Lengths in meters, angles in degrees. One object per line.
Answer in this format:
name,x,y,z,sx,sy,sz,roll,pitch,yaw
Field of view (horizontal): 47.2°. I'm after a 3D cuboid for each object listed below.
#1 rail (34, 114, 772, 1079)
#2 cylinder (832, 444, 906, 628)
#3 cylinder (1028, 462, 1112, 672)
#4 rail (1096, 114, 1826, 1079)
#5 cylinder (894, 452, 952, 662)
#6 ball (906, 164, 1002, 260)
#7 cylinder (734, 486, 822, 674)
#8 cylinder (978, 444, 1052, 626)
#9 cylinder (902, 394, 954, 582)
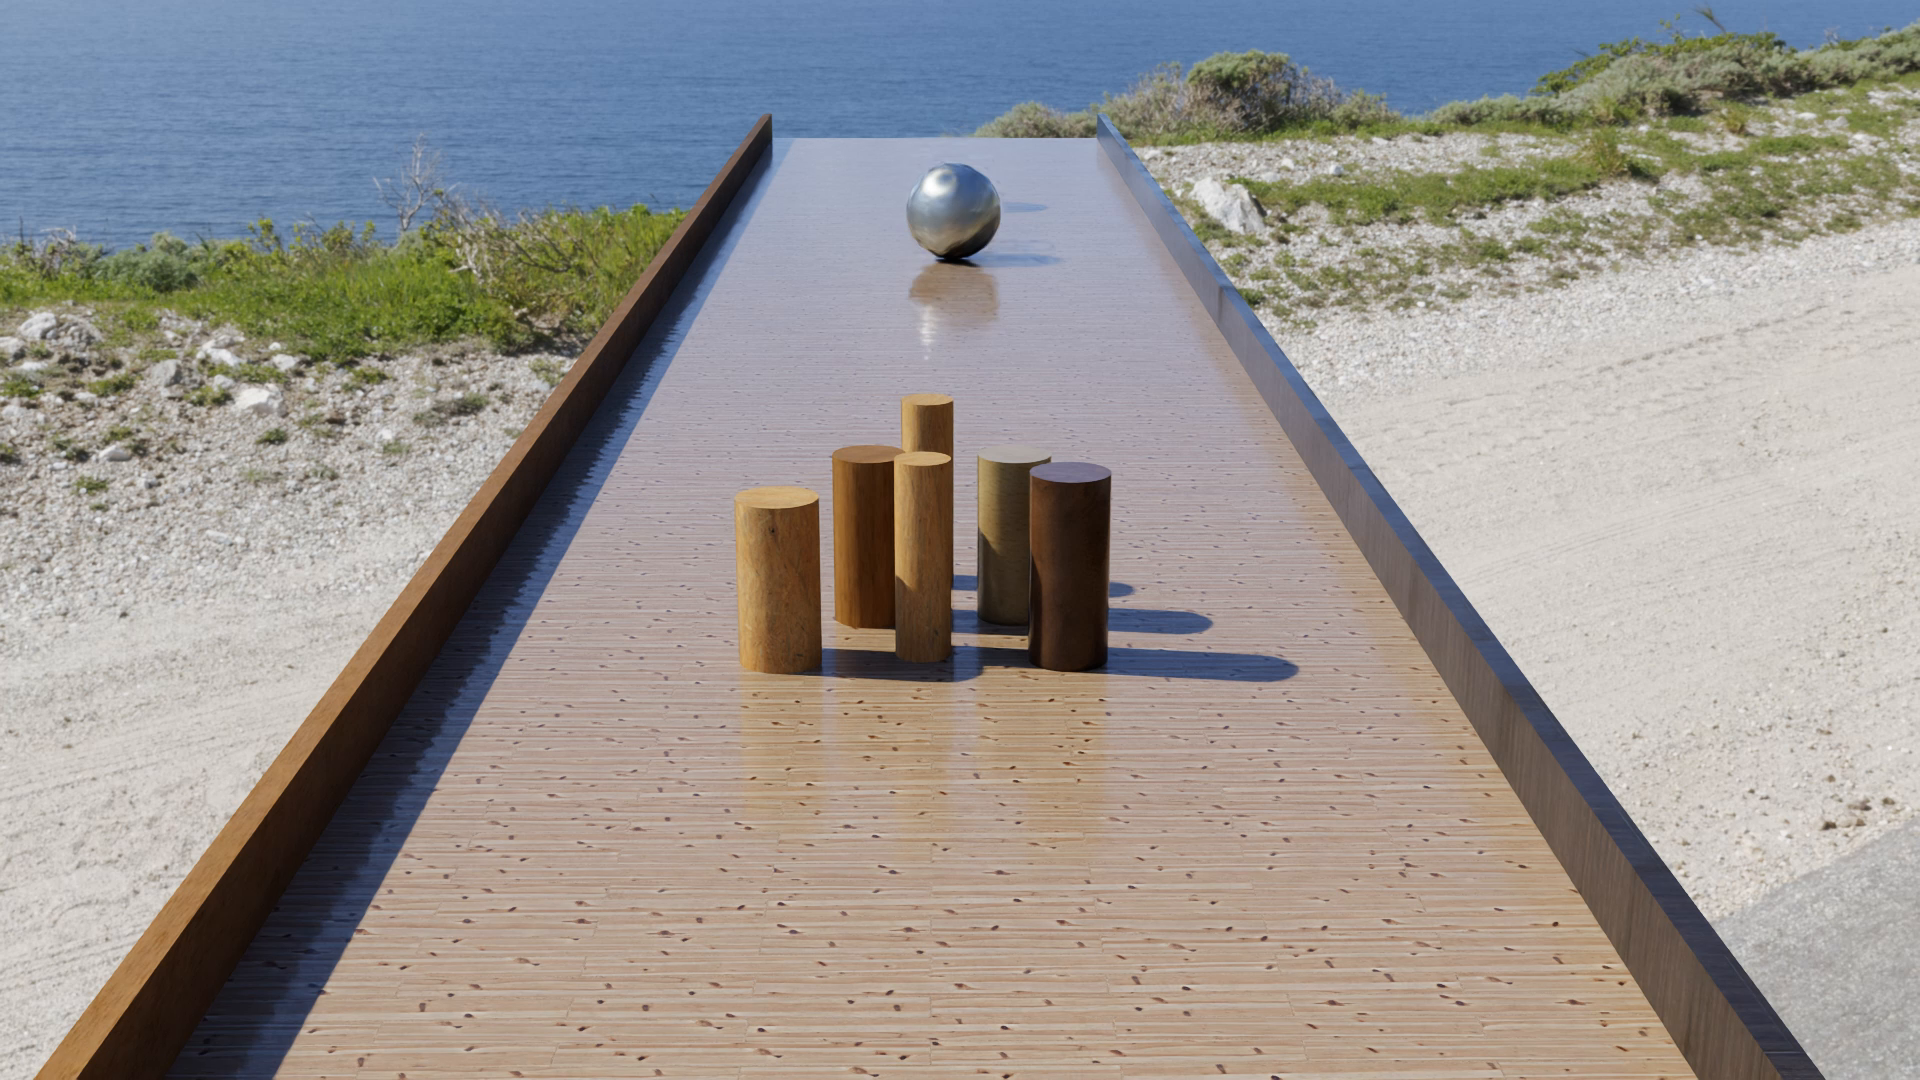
rail,-1.118,-0.838,7.780,0.050,0.150,12.000,0,17,-1
cylinder,-0.189,-0.008,4.627,0.154,0.357,0.154,0,17,0
cylinder,0.217,0.052,4.370,0.161,0.388,0.161,0,17,0
rail,0.932,-0.844,7.801,0.050,0.150,12.000,0,17,-1
cylinder,-0.074,0.034,4.398,0.113,0.407,0.113,0,17,0
ball,-0.027,-1.361,9.113,0.394,0.394,0.394,0,17,0
cylinder,-0.360,0.078,4.369,0.166,0.339,0.166,0,17,0
cylinder,0.114,-0.010,4.641,0.155,0.354,0.155,0,17,0
cylinder,-0.072,-0.108,4.858,0.114,0.416,0.114,0,17,0
